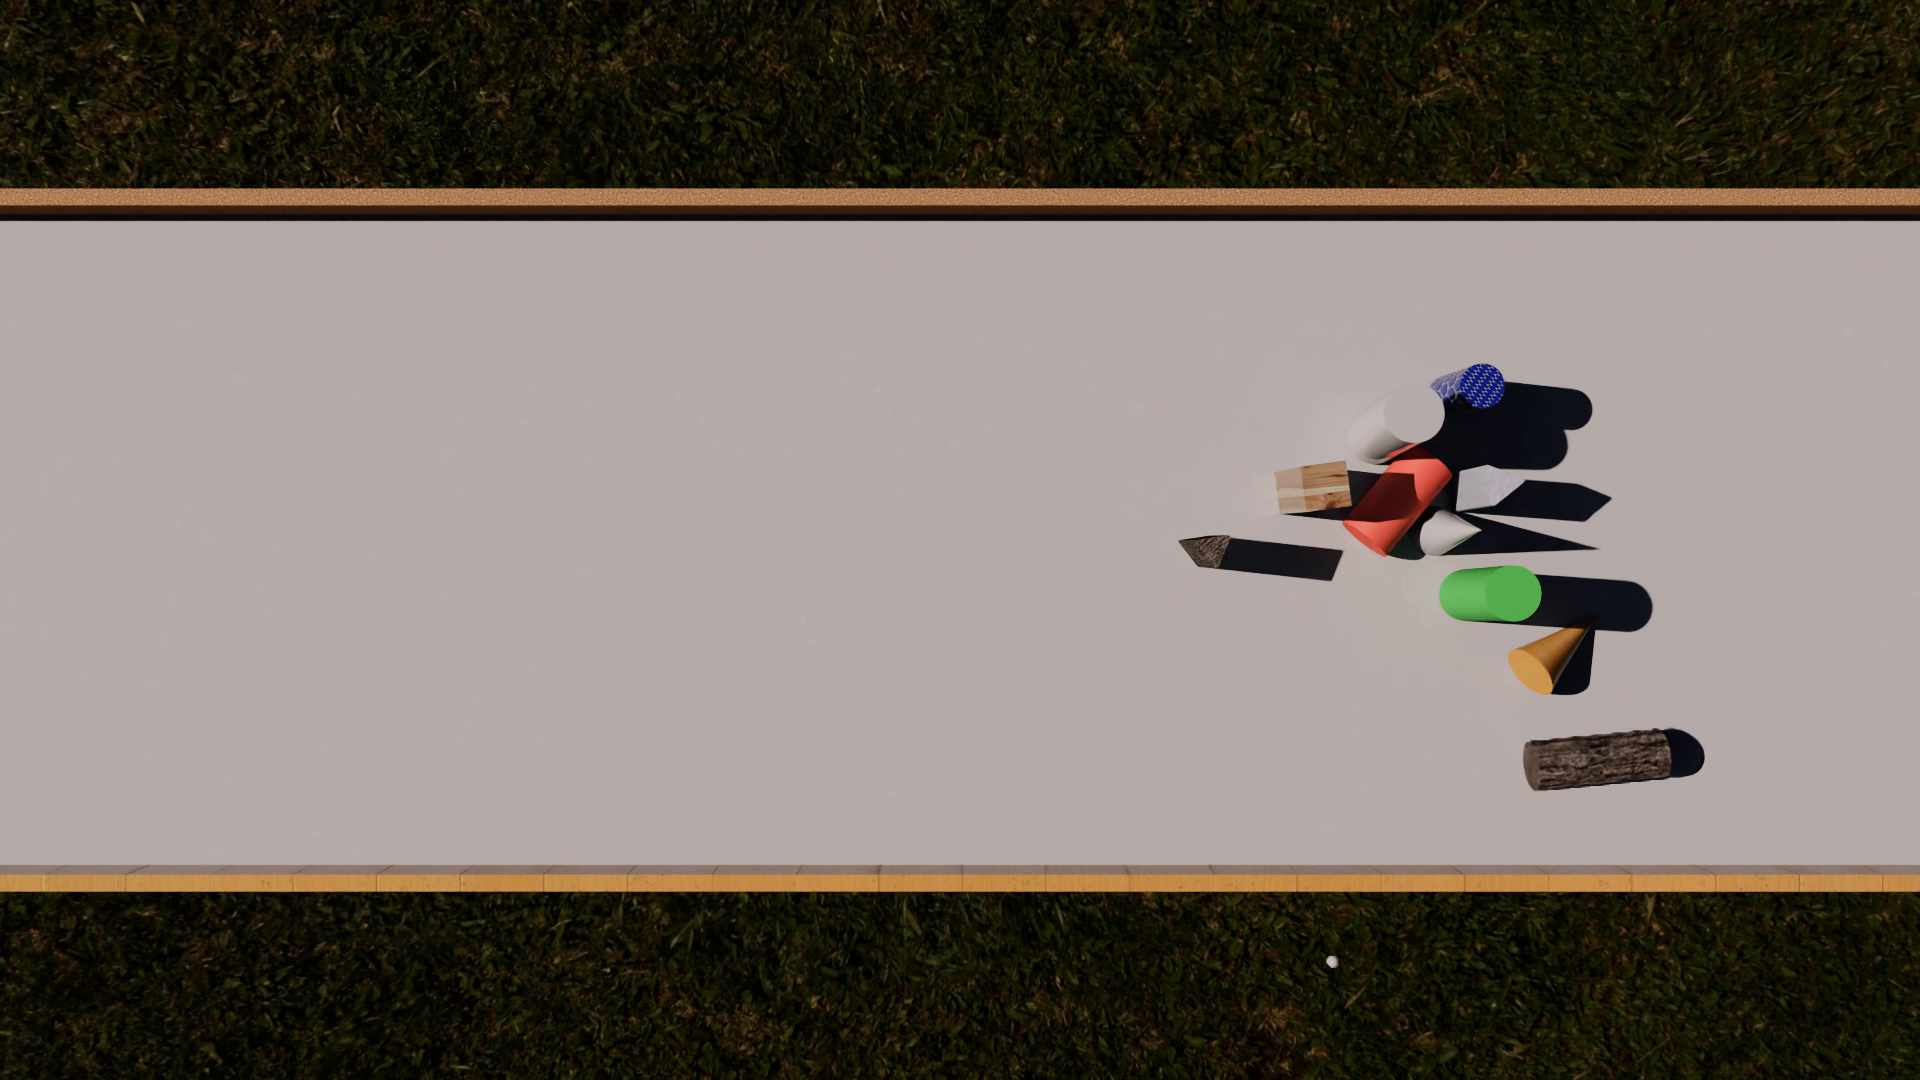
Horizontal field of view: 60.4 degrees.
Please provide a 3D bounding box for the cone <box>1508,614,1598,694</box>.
[{"bbox_3d":[1.845,0.315,5.036,0.302,0.168,0.168,-36,90,-16],"label":"cone"}]

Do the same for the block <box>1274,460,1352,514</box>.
[{"bbox_3d":[1.041,-0.153,4.882,0.130,0.389,0.130,-8,90,0],"label":"block"}]

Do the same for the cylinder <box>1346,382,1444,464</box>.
[{"bbox_3d":[1.274,-0.338,4.847,0.172,0.446,0.172,0,85,0],"label":"cylinder"}]

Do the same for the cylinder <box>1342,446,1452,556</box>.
[{"bbox_3d":[1.324,-0.121,4.994,0.165,0.165,0.312,40,90,0],"label":"cylinder"}]

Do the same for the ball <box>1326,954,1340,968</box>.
[{"bbox_3d":[6.077,6.860,26.840,0.213,0.213,0.213,0,90,0],"label":"ball"}]

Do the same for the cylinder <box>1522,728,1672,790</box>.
[{"bbox_3d":[1.929,0.665,5.002,0.394,0.148,0.148,-6,90,0],"label":"cylinder"}]

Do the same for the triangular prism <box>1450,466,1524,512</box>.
[{"bbox_3d":[1.540,-0.169,4.905,0.117,0.339,0.102,-38,89,-2],"label":"triangular prism"}]

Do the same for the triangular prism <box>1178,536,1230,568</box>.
[{"bbox_3d":[0.738,0.015,4.897,0.088,0.359,0.102,-38,90,0],"label":"triangular prism"}]

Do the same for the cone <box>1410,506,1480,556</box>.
[{"bbox_3d":[1.461,-0.028,4.848,0.155,0.456,0.155,0,90,0],"label":"cone"}]

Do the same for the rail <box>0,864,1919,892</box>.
[{"bbox_3d":[-2.247,1.025,5.001,12.000,0.150,0.050,0,90,0],"label":"rail"}]

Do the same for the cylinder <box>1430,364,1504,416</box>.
[{"bbox_3d":[1.502,-0.443,4.908,0.129,0.336,0.129,0,90,0],"label":"cylinder"}]

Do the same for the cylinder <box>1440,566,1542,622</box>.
[{"bbox_3d":[1.554,0.160,4.855,0.159,0.436,0.159,0,87,0],"label":"cylinder"}]

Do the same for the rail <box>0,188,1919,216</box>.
[{"bbox_3d":[-2.247,-1.025,5.002,12.000,0.150,0.050,0,90,0],"label":"rail"}]
